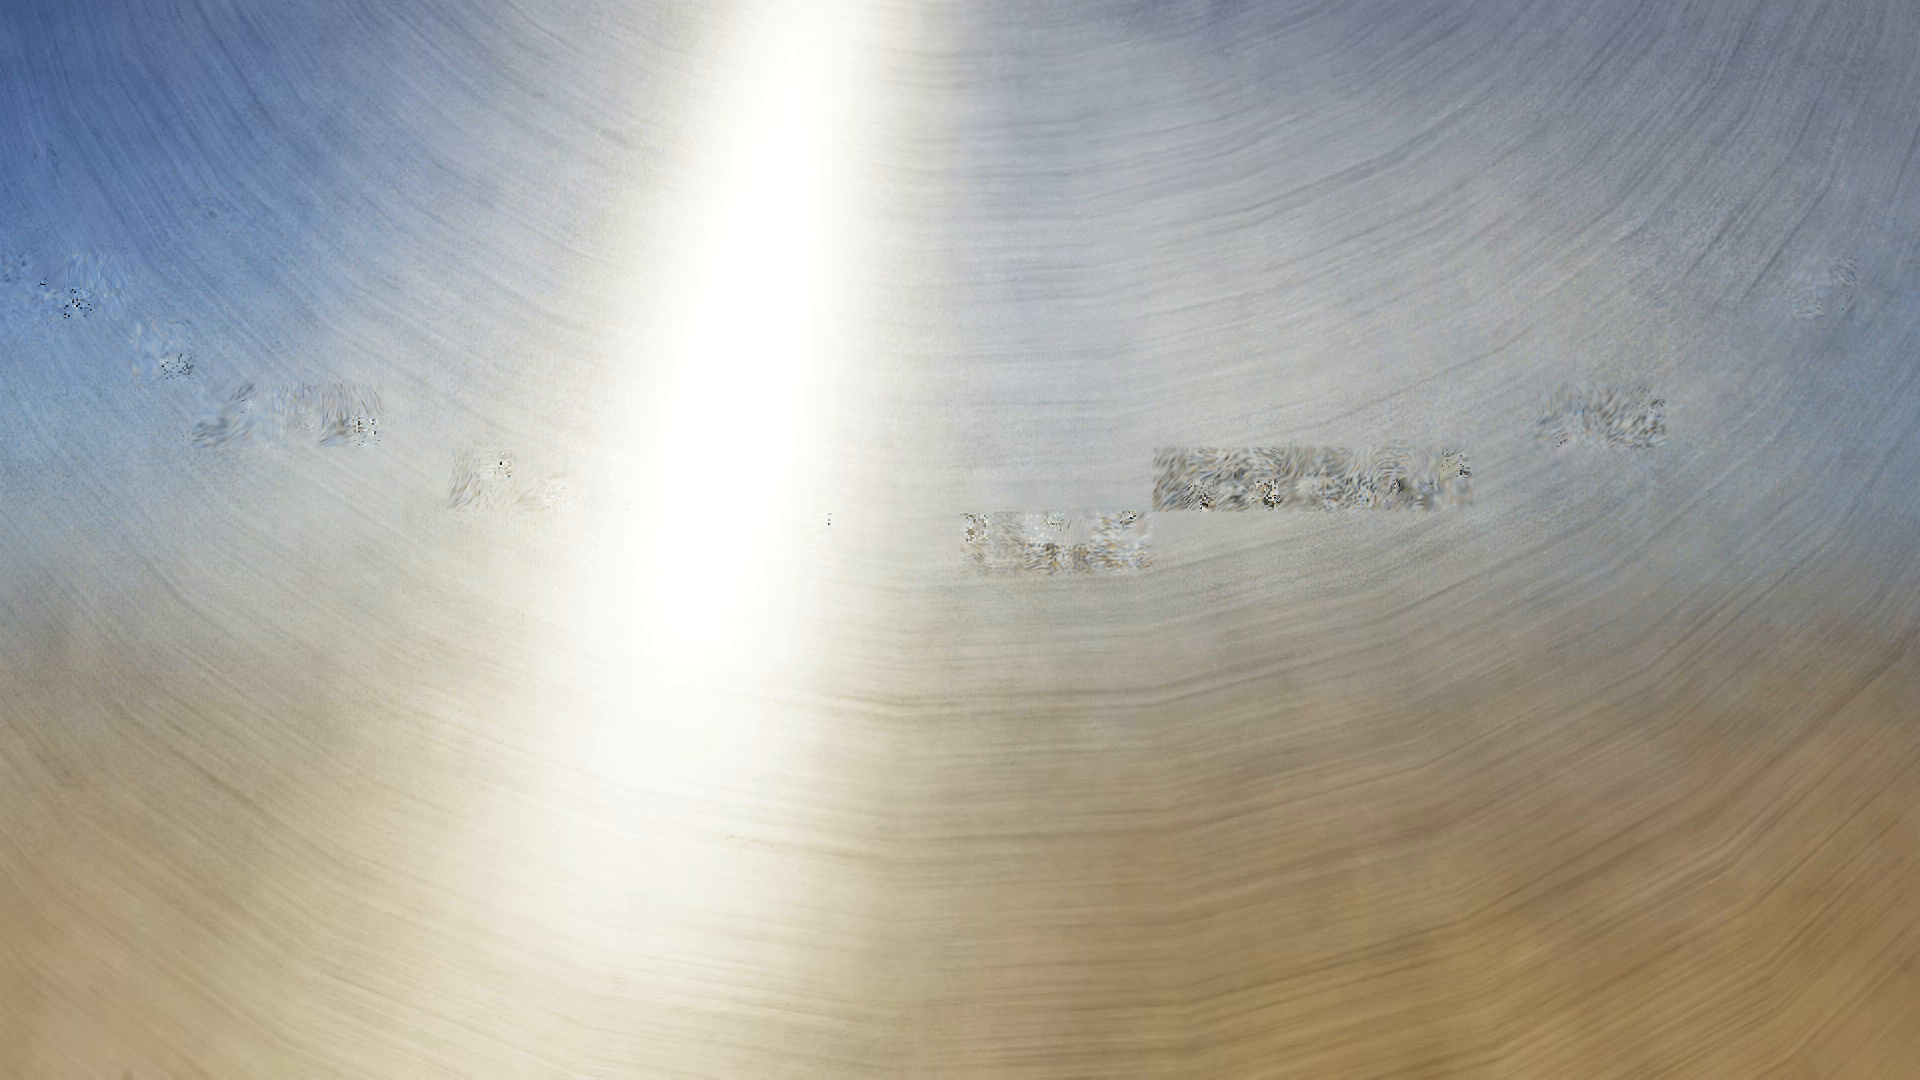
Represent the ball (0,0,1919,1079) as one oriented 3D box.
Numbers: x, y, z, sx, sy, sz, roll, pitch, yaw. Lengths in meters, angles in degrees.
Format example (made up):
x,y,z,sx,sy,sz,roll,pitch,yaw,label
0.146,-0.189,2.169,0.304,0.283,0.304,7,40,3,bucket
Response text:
x,y,z,sx,sy,sz,roll,pitch,yaw,label
0.000,-0.002,0.056,0.080,0.080,0.080,0,4,0,ball
